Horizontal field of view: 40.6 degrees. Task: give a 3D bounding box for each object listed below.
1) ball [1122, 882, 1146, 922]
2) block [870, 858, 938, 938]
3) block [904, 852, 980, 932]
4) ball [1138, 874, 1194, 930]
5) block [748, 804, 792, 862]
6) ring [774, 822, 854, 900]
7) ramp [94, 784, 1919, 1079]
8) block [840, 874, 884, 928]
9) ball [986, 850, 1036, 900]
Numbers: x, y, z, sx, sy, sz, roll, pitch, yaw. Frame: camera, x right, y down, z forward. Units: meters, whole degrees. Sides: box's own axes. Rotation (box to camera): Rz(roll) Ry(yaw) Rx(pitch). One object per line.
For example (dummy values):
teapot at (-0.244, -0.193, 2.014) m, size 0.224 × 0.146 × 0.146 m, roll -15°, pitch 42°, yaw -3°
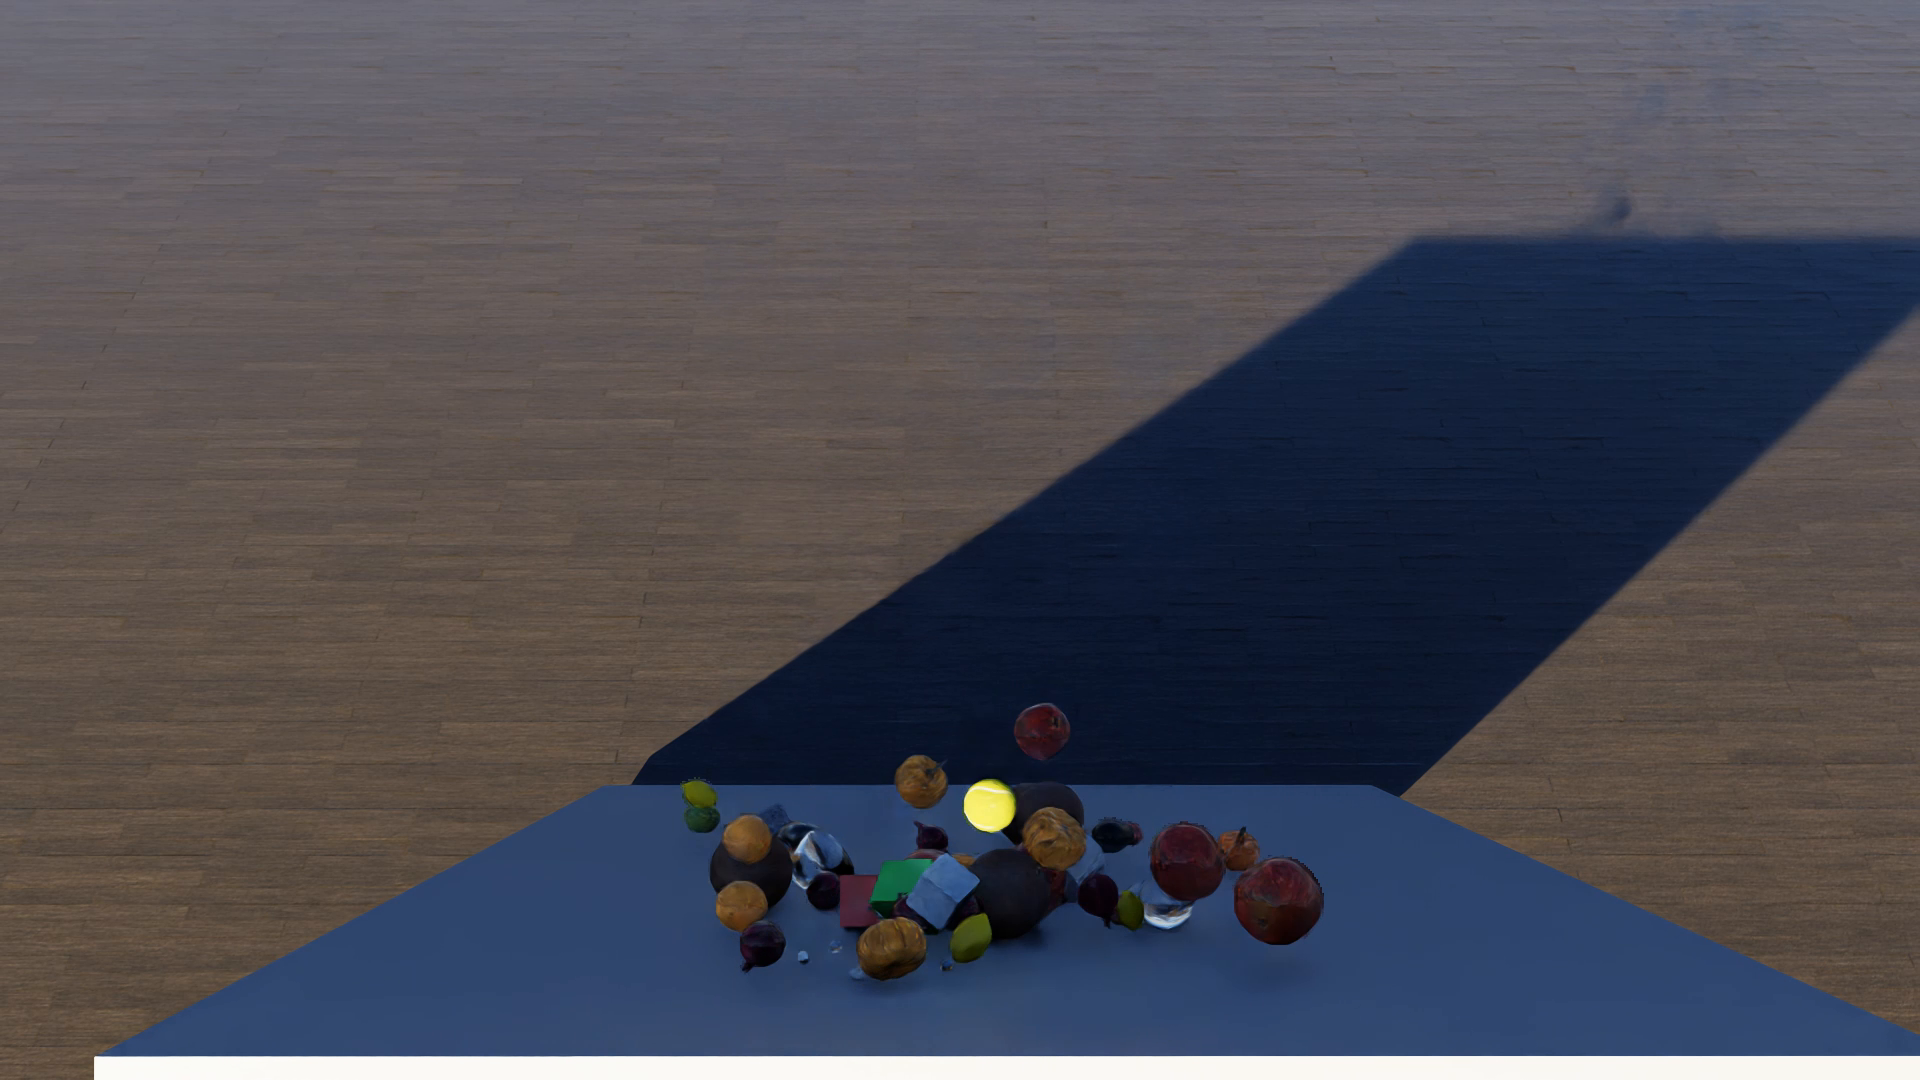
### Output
ball at (0.277, 0.547, 3.923) m, size 0.060 × 0.060 × 0.060 m, roll 0°, pitch 33°, yaw 0°
block at (-0.071, 0.511, 3.707) m, size 0.077 × 0.077 × 0.077 m, roll -7°, pitch 39°, yaw 26°
block at (-0.023, 0.471, 3.475) m, size 0.062 × 0.062 × 0.062 m, roll 38°, pitch 38°, yaw 11°
ball at (0.304, 0.535, 3.838) m, size 0.082 × 0.082 × 0.082 m, roll 0°, pitch 33°, yaw 0°
block at (-0.341, 0.542, 4.795) m, size 0.064 × 0.064 × 0.064 m, roll -26°, pitch 41°, yaw -12°
ring at (-0.233, 0.514, 4.159) m, size 0.149 × 0.149 × 0.050 m, roll 22°, pitch 50°, yaw 29°
ramp at (0.074, 0.646, 4.772) m, size 2.000 × 0.100 × 4.000 m, roll 0°, pitch -1°, yaw 0°
block at (-0.135, 0.533, 3.830) m, size 0.075 × 0.075 × 0.075 m, roll 0°, pitch -9°, yaw 3°
ball at (0.083, 0.544, 4.211) m, size 0.080 × 0.080 × 0.080 m, roll 0°, pitch 33°, yaw 0°
